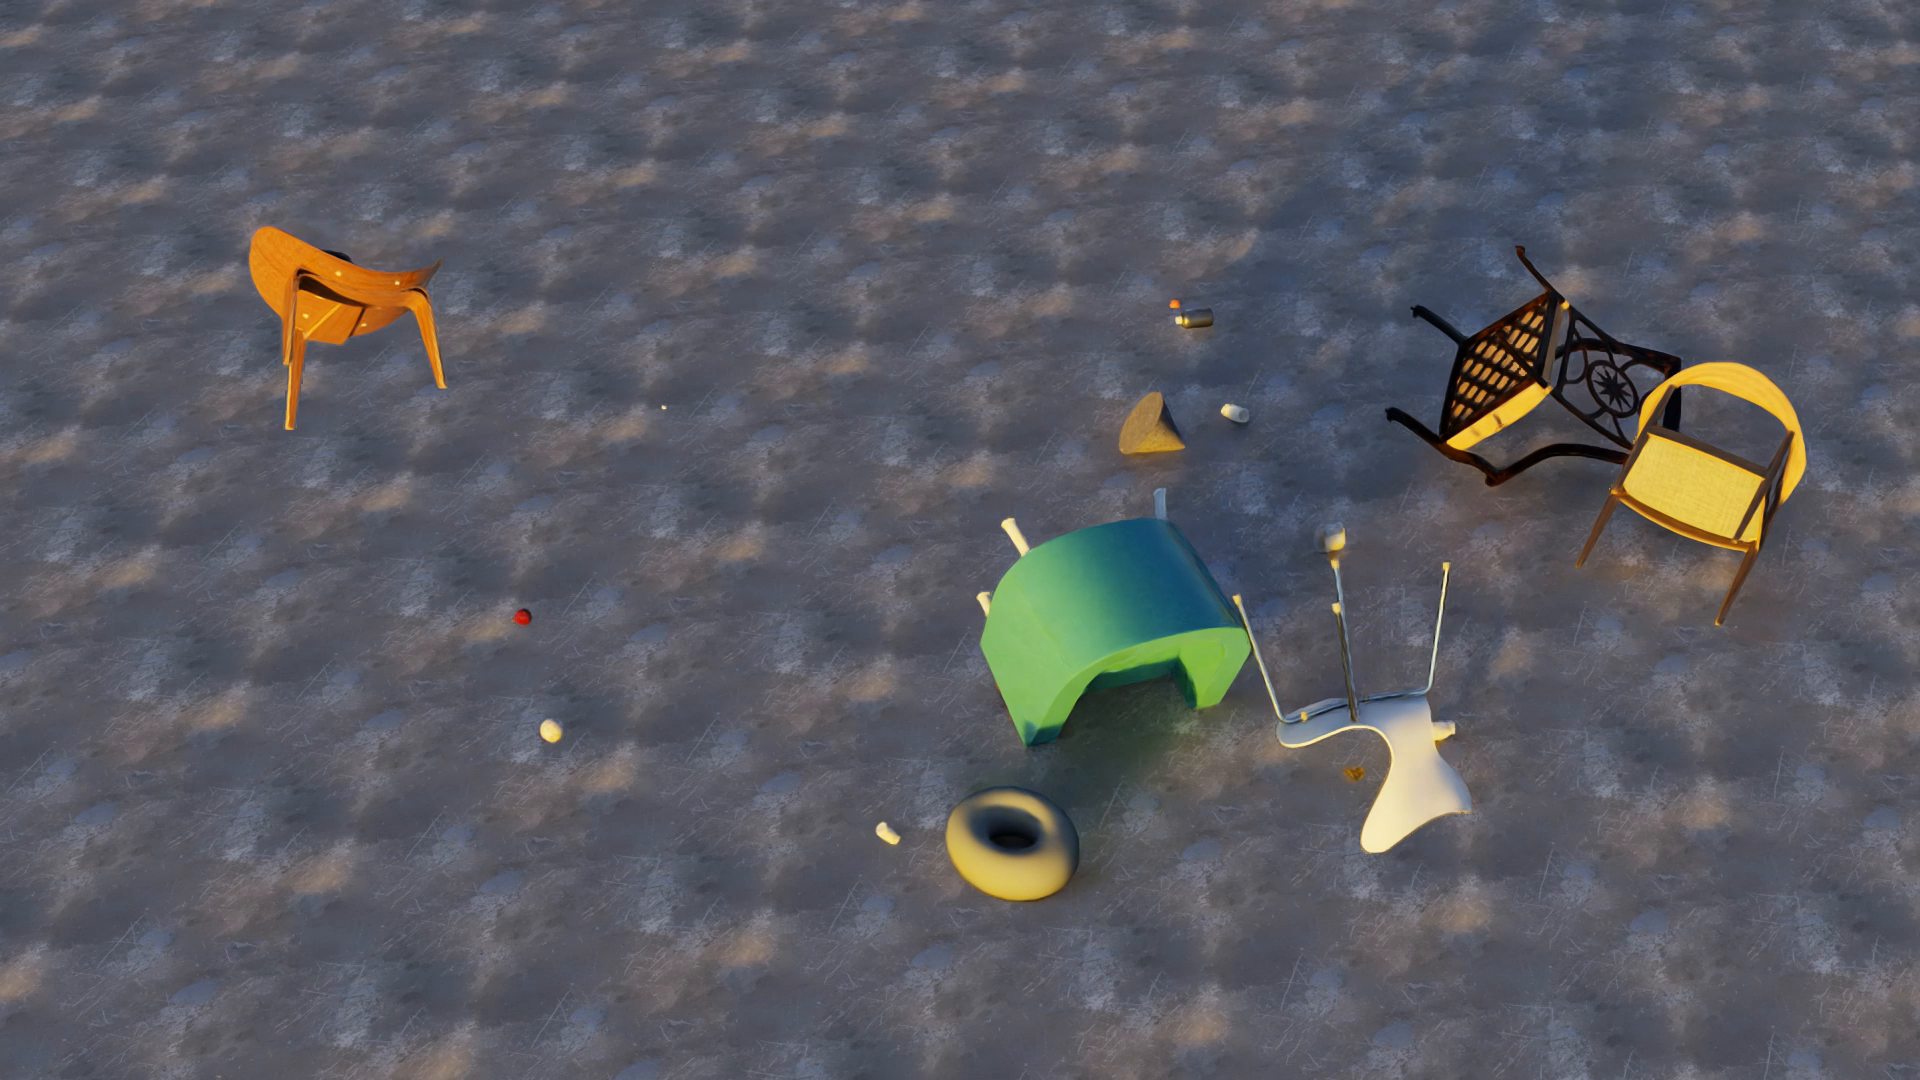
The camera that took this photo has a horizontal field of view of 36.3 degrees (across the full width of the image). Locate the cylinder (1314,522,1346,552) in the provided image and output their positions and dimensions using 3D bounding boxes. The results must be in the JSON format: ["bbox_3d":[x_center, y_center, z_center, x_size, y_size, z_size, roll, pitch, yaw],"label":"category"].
[{"bbox_3d":[1.368,-0.009,10.843,0.078,0.133,0.086,-11,64,-13],"label":"cylinder"}]

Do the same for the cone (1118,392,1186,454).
[{"bbox_3d":[0.795,-0.408,11.454,0.219,0.273,0.314,28,-11,-19],"label":"cone"}]

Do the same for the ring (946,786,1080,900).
[{"bbox_3d":[0.167,0.963,9.331,0.405,0.165,0.484,-21,40,-24],"label":"ring"}]

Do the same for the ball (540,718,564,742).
[{"bbox_3d":[-1.377,0.640,9.901,0.080,0.080,0.080,0,33,0],"label":"ball"}]

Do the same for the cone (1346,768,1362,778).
[{"bbox_3d":[1.300,0.773,9.755,0.050,0.036,0.065,14,-10,-30],"label":"cone"}]
